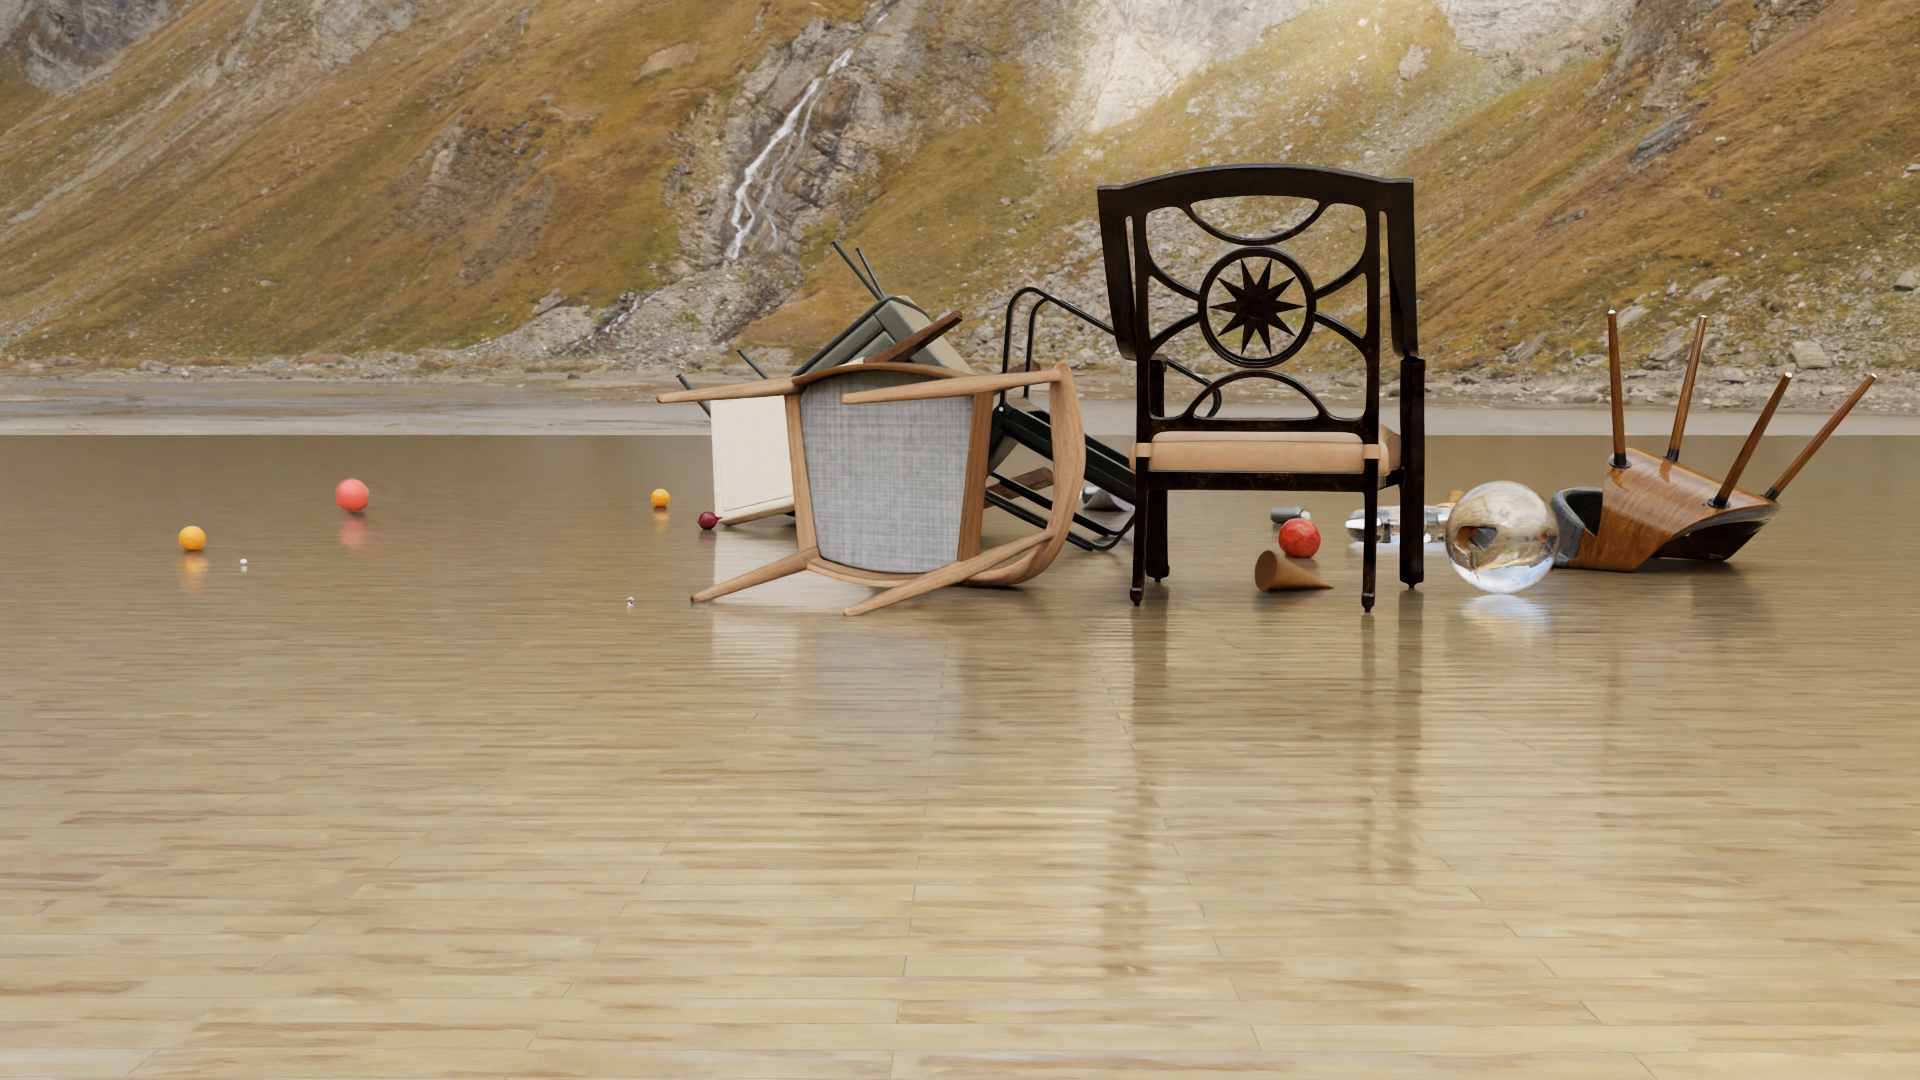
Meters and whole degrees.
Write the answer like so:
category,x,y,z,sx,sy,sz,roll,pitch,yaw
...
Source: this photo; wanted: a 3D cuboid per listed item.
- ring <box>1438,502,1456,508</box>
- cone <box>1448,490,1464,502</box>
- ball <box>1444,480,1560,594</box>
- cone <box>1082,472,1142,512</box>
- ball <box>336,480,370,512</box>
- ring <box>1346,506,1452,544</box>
category,x,y,z,sx,sy,sz,roll,pitch,yaw
ring,1.650,-0.088,7.365,0.111,0.064,0.200,-3,5,-10
cone,1.874,-0.141,8.375,0.077,0.065,0.092,-6,19,43
ball,1.190,-0.006,4.825,0.248,0.248,0.248,0,4,0
cone,0.531,-0.147,8.148,0.209,0.155,0.207,-23,-13,38
ball,-2.228,-0.164,8.065,0.118,0.118,0.118,0,4,0
ring,1.316,-0.046,6.505,0.381,0.101,0.299,-3,4,-31
